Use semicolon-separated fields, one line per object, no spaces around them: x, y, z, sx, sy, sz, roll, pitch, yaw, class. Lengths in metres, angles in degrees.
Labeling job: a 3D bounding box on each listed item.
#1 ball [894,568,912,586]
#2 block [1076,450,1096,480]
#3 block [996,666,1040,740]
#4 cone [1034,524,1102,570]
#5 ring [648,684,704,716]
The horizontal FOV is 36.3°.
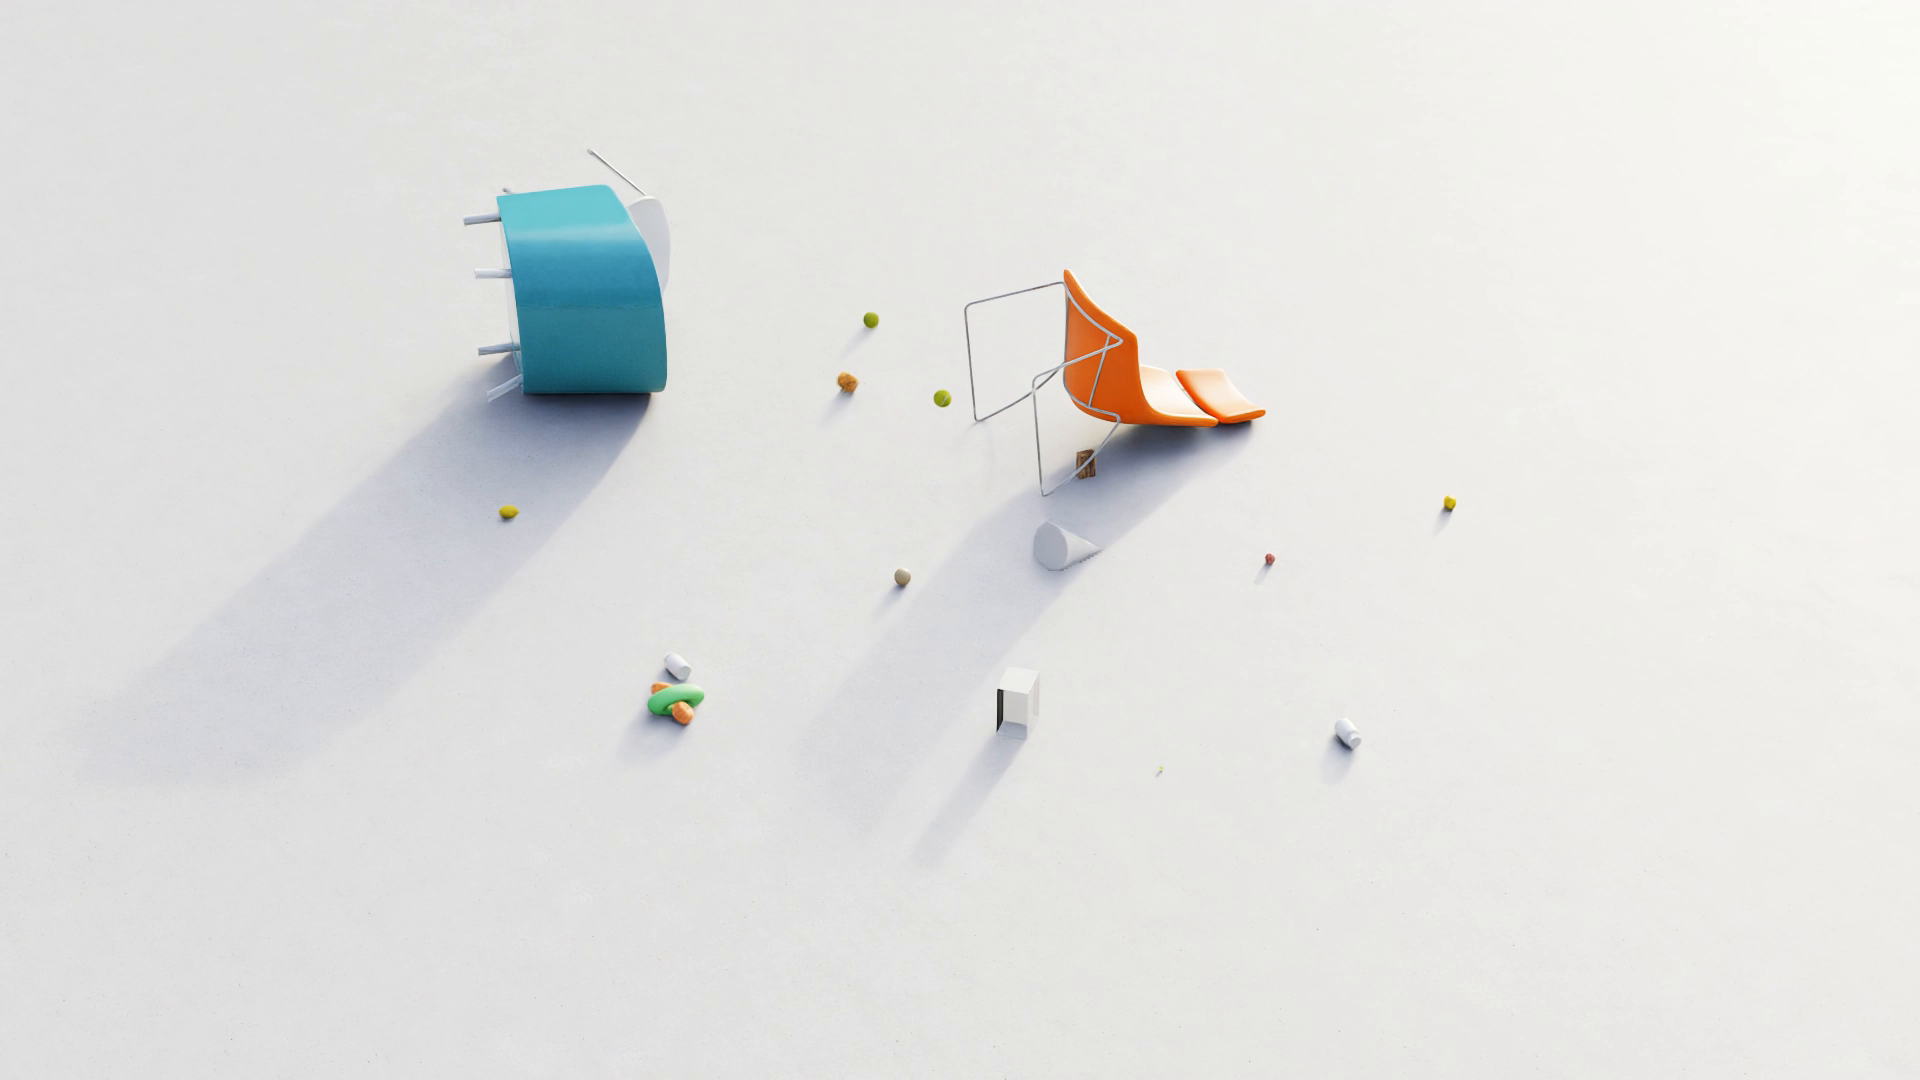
-0.209;0.133;10.684;0.064;0.064;0.064;0;33;0;ball
0.486;-0.292;11.295;0.066;0.102;0.038;-12;35;-18;block
0.197;0.551;9.936;0.109;0.189;0.136;10;35;15;block
0.433;0.028;10.832;0.234;0.158;0.238;3;18;-32;cone
-0.971;0.546;10.035;0.208;0.091;0.069;-14;49;-24;ring
